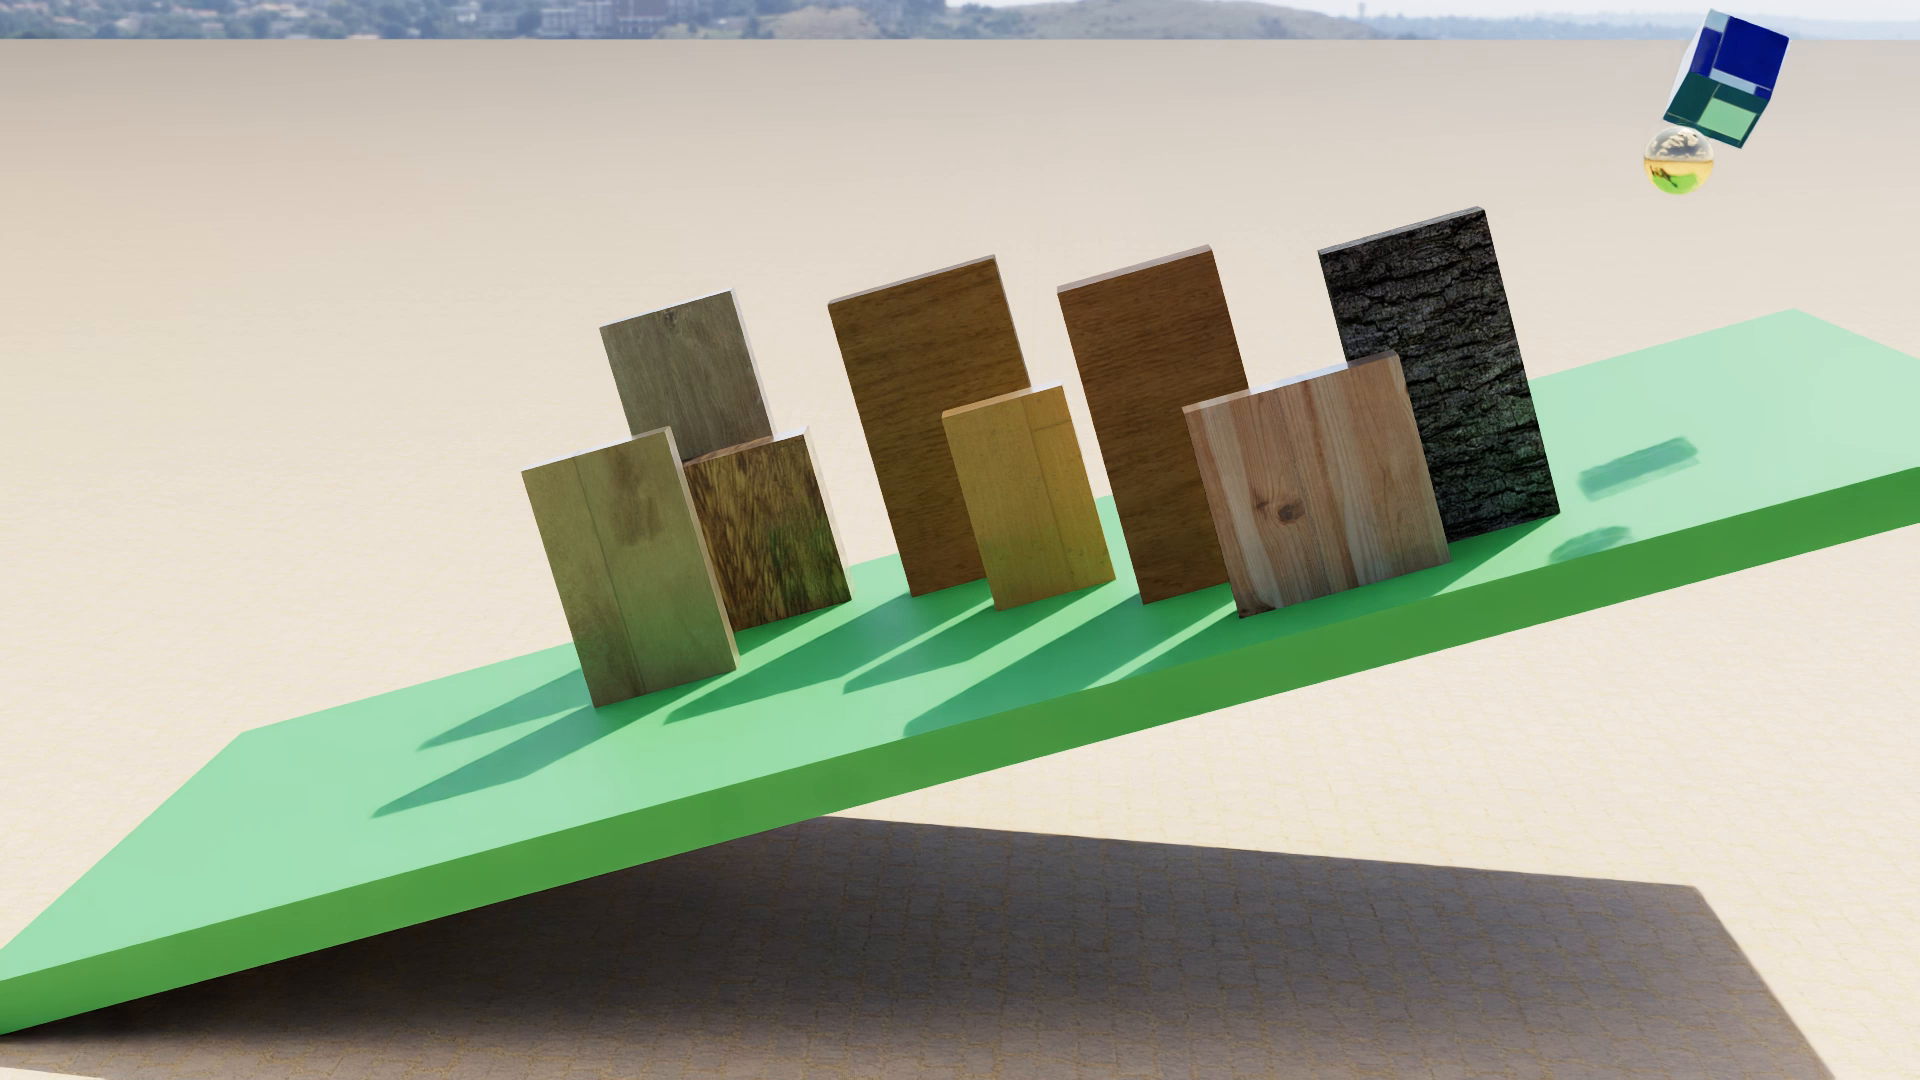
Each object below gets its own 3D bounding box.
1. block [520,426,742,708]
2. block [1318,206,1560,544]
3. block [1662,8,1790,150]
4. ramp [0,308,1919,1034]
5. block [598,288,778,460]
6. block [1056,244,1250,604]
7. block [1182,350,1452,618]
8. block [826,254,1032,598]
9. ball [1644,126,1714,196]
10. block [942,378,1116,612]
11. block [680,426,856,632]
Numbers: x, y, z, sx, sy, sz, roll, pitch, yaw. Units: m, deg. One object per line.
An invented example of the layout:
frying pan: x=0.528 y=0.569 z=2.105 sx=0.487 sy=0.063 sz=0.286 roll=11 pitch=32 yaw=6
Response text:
block: x=-0.717 y=0.059 z=6.435 sx=0.327 sy=0.546 sz=0.091 roll=-15 pitch=10 yaw=4
block: x=0.920 y=-0.305 z=5.653 sx=0.316 sy=0.603 sz=0.099 roll=-15 pitch=10 yaw=4
block: x=1.653 y=-0.996 z=6.349 sx=0.181 sy=0.181 sz=0.181 roll=22 pitch=-27 yaw=5
ramp: x=0.085 y=0.189 z=6.325 sx=4.000 sy=0.100 sz=2.000 roll=-15 pitch=10 yaw=4
block: x=-0.607 y=-0.208 z=7.171 sx=0.332 sy=0.750 sz=0.093 roll=-15 pitch=10 yaw=4
block: x=0.433 y=-0.232 z=5.897 sx=0.316 sy=0.649 sz=0.142 roll=-15 pitch=10 yaw=4
block: x=0.669 y=-0.105 z=5.522 sx=0.409 sy=0.404 sz=0.089 roll=-15 pitch=10 yaw=4
block: x=-0.015 y=-0.258 z=6.658 sx=0.387 sy=0.692 sz=0.114 roll=-15 pitch=10 yaw=4
ball: x=1.403 y=-0.741 z=5.743 sx=0.134 sy=0.134 sz=0.134 roll=0 pitch=10 yaw=0
block: x=0.147 y=-0.096 z=6.250 sx=0.263 sy=0.430 sz=0.109 roll=-15 pitch=10 yaw=4
block: x=-0.484 y=-0.016 z=6.908 sx=0.373 sy=0.406 sz=0.144 roll=-15 pitch=10 yaw=4
